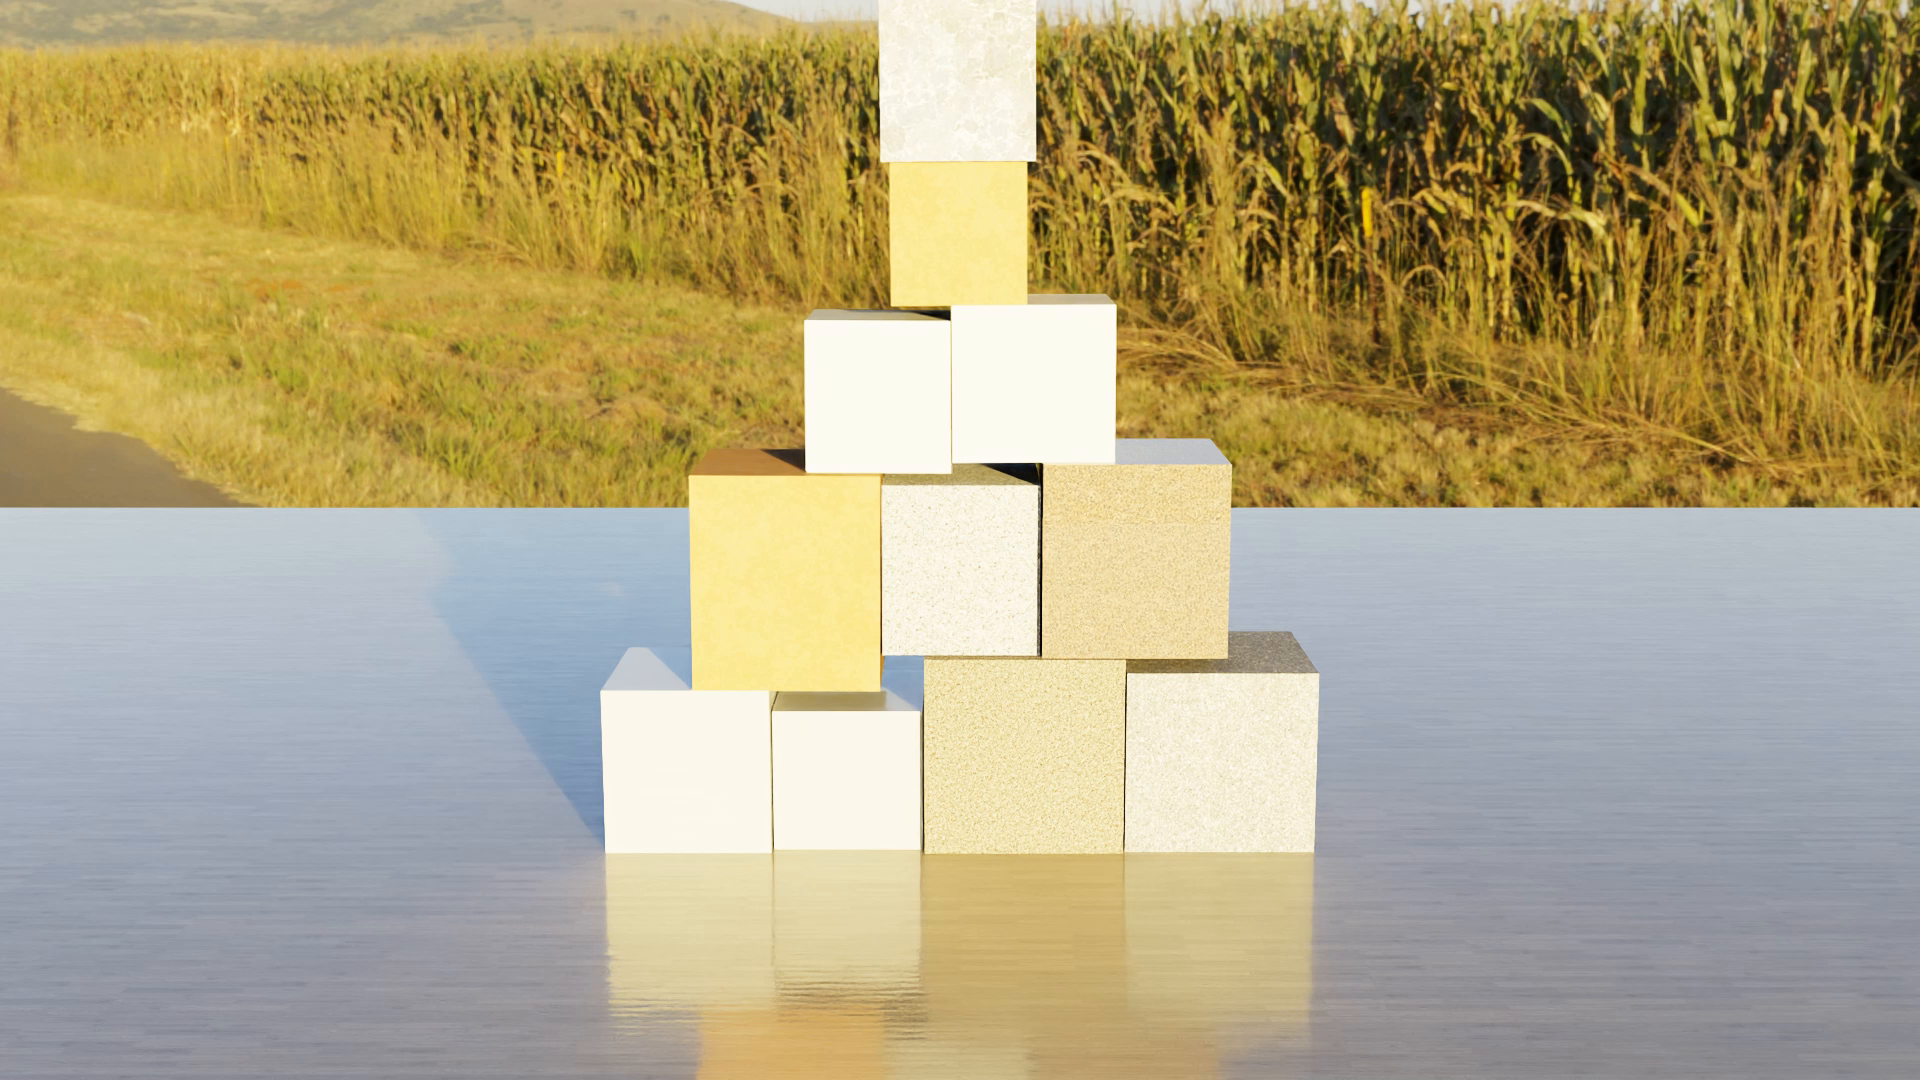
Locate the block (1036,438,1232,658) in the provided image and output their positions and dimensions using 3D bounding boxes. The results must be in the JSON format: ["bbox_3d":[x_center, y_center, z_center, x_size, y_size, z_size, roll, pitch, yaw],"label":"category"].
[{"bbox_3d":[0.861,0.025,11.199,0.912,0.963,0.944,0,10,0],"label":"block"}]

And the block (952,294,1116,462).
[{"bbox_3d":[0.358,-0.823,11.035,0.792,0.765,0.762,0,10,0],"label":"block"}]

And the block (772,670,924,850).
[{"bbox_3d":[-0.558,1.124,11.394,0.746,0.713,0.866,0,10,0],"label":"block"}]

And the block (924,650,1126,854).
[{"bbox_3d":[0.319,0.991,11.343,0.989,0.991,0.946,0,10,0],"label":"block"}]

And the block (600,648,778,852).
[{"bbox_3d":[-1.355,1.068,11.366,0.828,0.833,0.946,0,10,0],"label":"block"}]

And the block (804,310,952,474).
[{"bbox_3d":[-0.397,-0.758,11.046,0.710,0.742,0.725,0,10,0],"label":"block"}]

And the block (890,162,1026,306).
[{"bbox_3d":[-0.006,-1.531,10.890,0.654,0.684,0.736,0,10,0],"label":"block"}]

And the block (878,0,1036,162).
[{"bbox_3d":[-0.010,-2.245,10.768,0.735,0.764,0.820,0,10,0],"label":"block"}]

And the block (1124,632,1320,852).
[{"bbox_3d":[1.296,1.024,11.377,0.946,0.916,0.953,0,10,0],"label":"block"}]

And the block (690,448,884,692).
[{"bbox_3d":[-0.852,0.133,11.193,0.922,1.069,0.940,0,10,0],"label":"block"}]

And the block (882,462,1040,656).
[{"bbox_3d":[0.005,0.081,11.206,0.779,0.849,0.800,0,10,0],"label":"block"}]
